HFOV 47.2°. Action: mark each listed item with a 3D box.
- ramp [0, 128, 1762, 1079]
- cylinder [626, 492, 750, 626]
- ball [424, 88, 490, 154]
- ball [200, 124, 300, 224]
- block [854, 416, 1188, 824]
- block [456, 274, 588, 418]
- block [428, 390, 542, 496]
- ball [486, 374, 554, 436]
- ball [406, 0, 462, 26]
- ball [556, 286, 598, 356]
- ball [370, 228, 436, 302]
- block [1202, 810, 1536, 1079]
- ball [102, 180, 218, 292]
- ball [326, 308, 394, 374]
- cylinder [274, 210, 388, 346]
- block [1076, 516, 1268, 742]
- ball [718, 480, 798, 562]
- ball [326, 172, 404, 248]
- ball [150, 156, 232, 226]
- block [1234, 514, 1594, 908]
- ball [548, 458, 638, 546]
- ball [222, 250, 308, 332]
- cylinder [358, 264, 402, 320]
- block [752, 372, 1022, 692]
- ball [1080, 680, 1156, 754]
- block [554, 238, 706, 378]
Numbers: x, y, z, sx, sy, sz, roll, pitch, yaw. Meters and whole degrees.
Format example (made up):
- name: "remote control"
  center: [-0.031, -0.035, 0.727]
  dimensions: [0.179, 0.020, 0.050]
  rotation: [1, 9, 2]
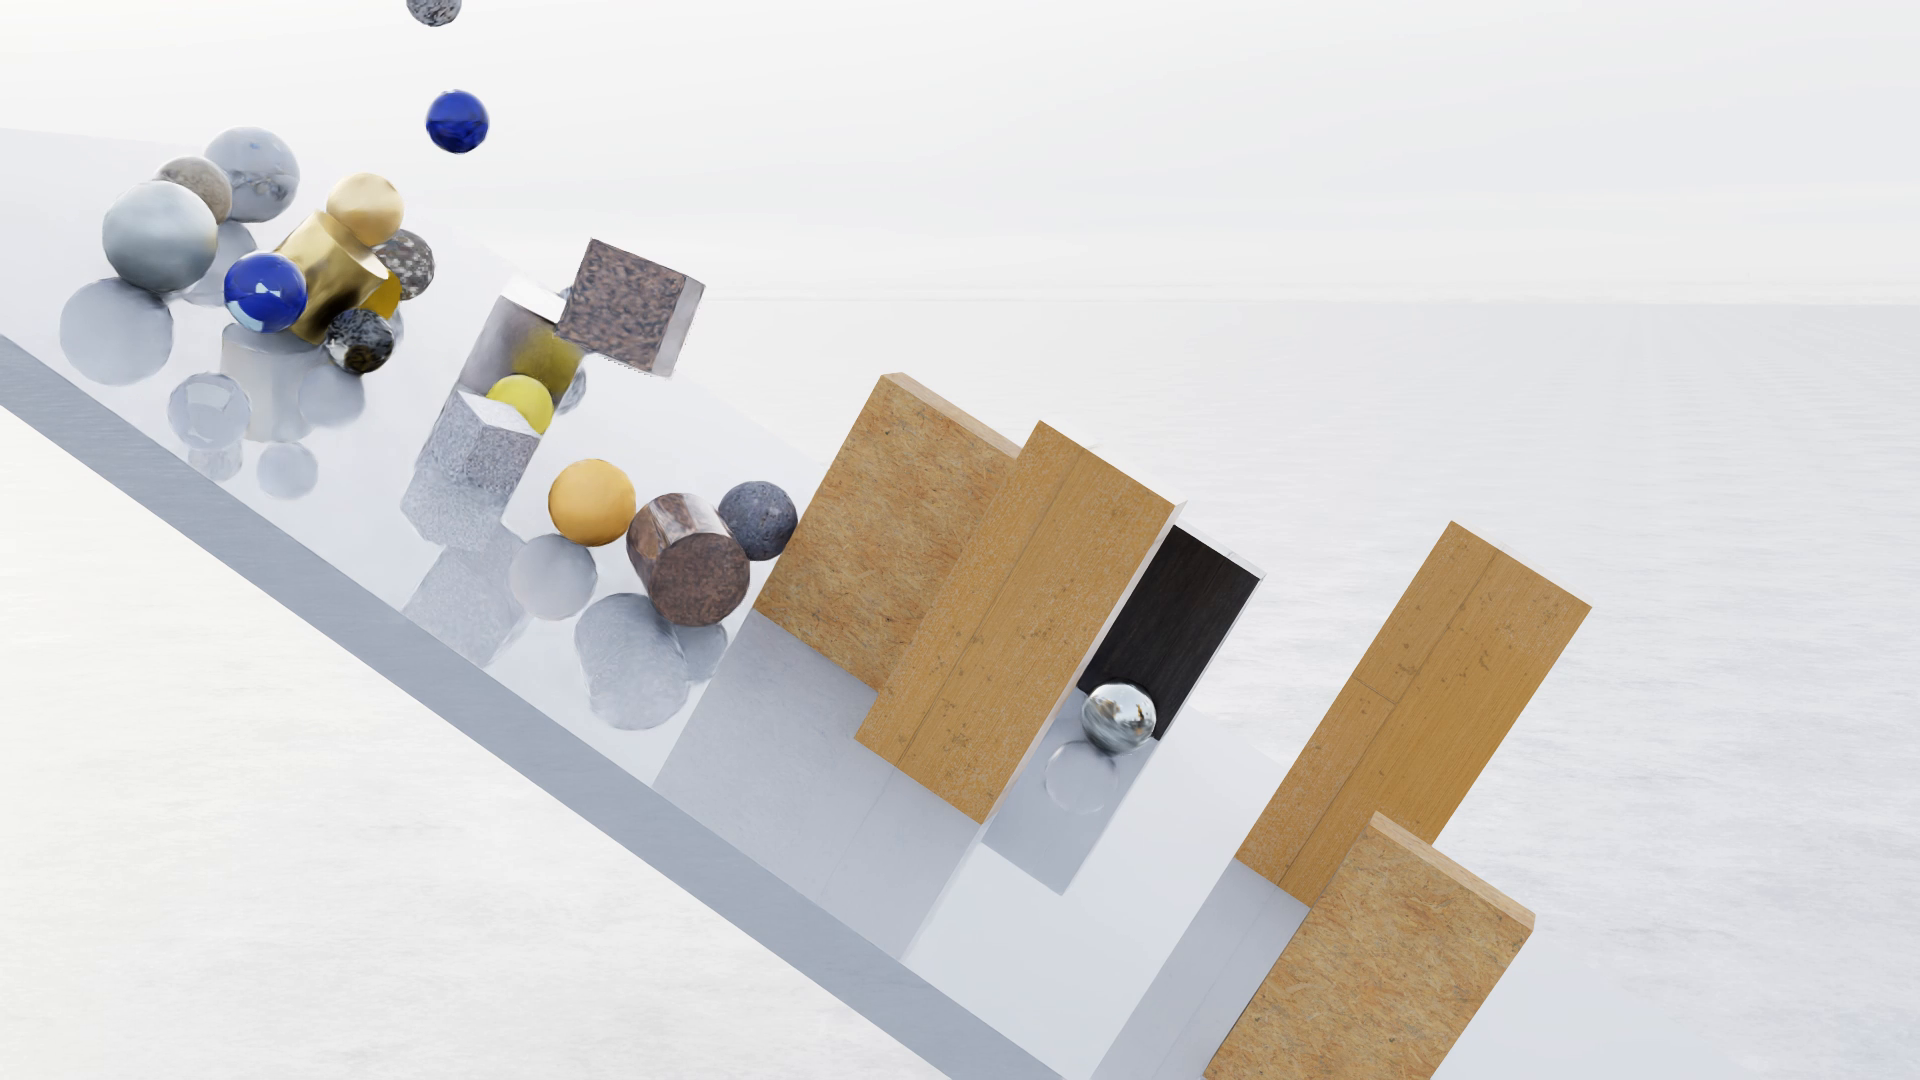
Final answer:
- name: "ramp"
  center: [-0.174, 0.286, 4.122]
  dimensions: [4.000, 0.100, 2.000]
  rotation: [33, 15, 11]
- name: "cylinder"
  center: [-0.467, 0.032, 3.772]
  dimensions: [0.176, 0.176, 0.176]
  rotation: [-3, 24, -21]
- name: "ball"
  center: [-1.006, -0.838, 4.404]
  dimensions: [0.130, 0.130, 0.130]
  rotation: [0, 7, 0]
- name: "ball"
  center: [-1.450, -0.746, 4.488]
  dimensions: [0.201, 0.201, 0.201]
  rotation: [0, 7, 0]
- name: "block"
  center: [0.099, 0.135, 3.684]
  dimensions: [0.264, 0.638, 0.108]
  rotation: [33, 15, 11]
- name: "block"
  center: [-0.862, -0.382, 4.418]
  dimensions: [0.199, 0.199, 0.199]
  rotation: [27, 15, -11]
- name: "block"
  center: [-0.844, -0.171, 3.902]
  dimensions: [0.122, 0.122, 0.122]
  rotation: [15, 21, -46]
- name: "ball"
  center: [-0.835, -0.247, 4.160]
  dimensions: [0.130, 0.130, 0.130]
  rotation: [0, 7, 0]
- name: "ball"
  center: [-1.101, -1.134, 4.602]
  dimensions: [0.118, 0.118, 0.118]
  rotation: [0, 7, 0]
- name: "ball"
  center: [-0.841, -0.490, 4.895]
  dimensions: [0.160, 0.160, 0.160]
  rotation: [0, 7, 0]
- name: "ball"
  center: [-1.164, -0.570, 4.555]
  dimensions: [0.150, 0.150, 0.150]
  rotation: [0, 7, 0]
- name: "block"
  center: [0.595, 0.667, 3.218]
  dimensions: [0.269, 0.464, 0.087]
  rotation: [33, 15, 11]
- name: "ball"
  center: [-1.408, -0.534, 3.873]
  dimensions: [0.195, 0.195, 0.195]
  rotation: [0, 7, 0]
- name: "ball"
  center: [-1.105, -0.366, 4.048]
  dimensions: [0.122, 0.122, 0.122]
  rotation: [0, 7, 0]
- name: "cylinder"
  center: [-1.191, -0.487, 4.079]
  dimensions: [0.178, 0.178, 0.178]
  rotation: [-43, 4, 5]
- name: "block"
  center: [0.354, 0.131, 4.645]
  dimensions: [0.427, 0.410, 0.091]
  rotation: [33, 15, 11]
- name: "ball"
  center: [-0.374, -0.035, 4.050]
  dimensions: [0.151, 0.151, 0.151]
  rotation: [0, 7, 0]
- name: "ball"
  center: [-1.148, -0.638, 4.246]
  dimensions: [0.144, 0.144, 0.144]
  rotation: [0, 7, 0]
- name: "ball"
  center: [-1.484, -0.664, 4.242]
  dimensions: [0.154, 0.154, 0.154]
  rotation: [0, 7, 0]
- name: "block"
  center: [0.848, 0.357, 4.136]
  dimensions: [0.294, 0.768, 0.114]
  rotation: [33, 15, 11]
- name: "ball"
  center: [-0.646, -0.065, 3.866]
  dimensions: [0.155, 0.155, 0.155]
  rotation: [0, 7, 0]
- name: "ball"
  center: [-1.206, -0.431, 3.822]
  dimensions: [0.142, 0.142, 0.142]
  rotation: [0, 7, 0]
- name: "cylinder"
  center: [-1.190, -0.496, 4.268]
  dimensions: [0.146, 0.146, 0.146]
  rotation: [36, 22, 21]
- name: "block"
  center: [-0.080, 0.015, 4.011]
  dimensions: [0.401, 0.501, 0.119]
  rotation: [33, 15, 11]
- name: "ball"
  center: [0.314, 0.350, 4.359]
  dimensions: [0.148, 0.148, 0.148]
  rotation: [0, 7, 0]
- name: "block"
  center: [-0.622, -0.435, 4.159]
  dimensions: [0.194, 0.194, 0.194]
  rotation: [22, 2, 3]
